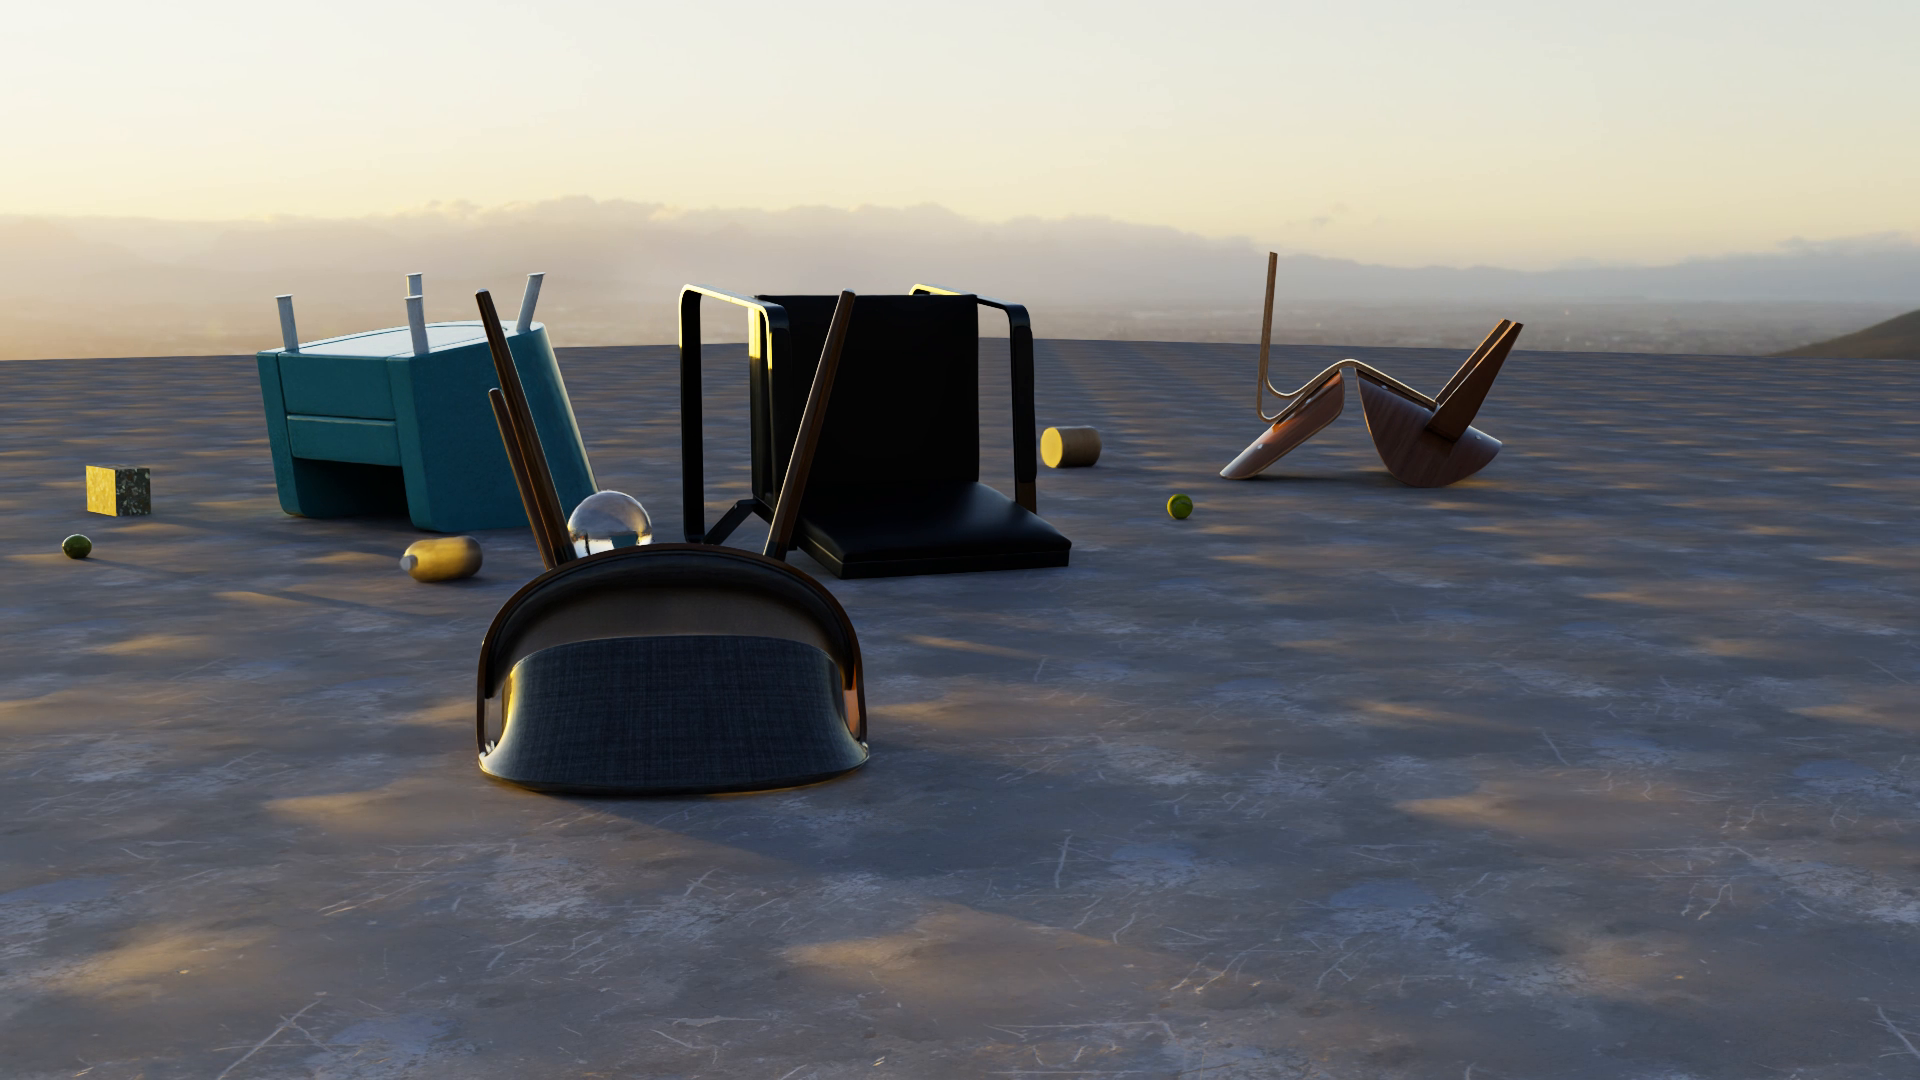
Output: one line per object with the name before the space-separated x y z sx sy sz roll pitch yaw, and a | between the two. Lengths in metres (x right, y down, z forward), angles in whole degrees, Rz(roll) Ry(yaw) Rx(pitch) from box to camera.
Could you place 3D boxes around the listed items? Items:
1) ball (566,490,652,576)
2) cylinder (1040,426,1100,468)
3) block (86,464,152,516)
ball | -0.769 -0.014 5.628 0.188 0.188 0.188 0 6 0
cylinder | 0.383 -0.322 8.866 0.159 0.137 0.135 -4 44 -31
block | -2.346 -0.140 7.153 0.099 0.127 0.209 -5 8 -39
